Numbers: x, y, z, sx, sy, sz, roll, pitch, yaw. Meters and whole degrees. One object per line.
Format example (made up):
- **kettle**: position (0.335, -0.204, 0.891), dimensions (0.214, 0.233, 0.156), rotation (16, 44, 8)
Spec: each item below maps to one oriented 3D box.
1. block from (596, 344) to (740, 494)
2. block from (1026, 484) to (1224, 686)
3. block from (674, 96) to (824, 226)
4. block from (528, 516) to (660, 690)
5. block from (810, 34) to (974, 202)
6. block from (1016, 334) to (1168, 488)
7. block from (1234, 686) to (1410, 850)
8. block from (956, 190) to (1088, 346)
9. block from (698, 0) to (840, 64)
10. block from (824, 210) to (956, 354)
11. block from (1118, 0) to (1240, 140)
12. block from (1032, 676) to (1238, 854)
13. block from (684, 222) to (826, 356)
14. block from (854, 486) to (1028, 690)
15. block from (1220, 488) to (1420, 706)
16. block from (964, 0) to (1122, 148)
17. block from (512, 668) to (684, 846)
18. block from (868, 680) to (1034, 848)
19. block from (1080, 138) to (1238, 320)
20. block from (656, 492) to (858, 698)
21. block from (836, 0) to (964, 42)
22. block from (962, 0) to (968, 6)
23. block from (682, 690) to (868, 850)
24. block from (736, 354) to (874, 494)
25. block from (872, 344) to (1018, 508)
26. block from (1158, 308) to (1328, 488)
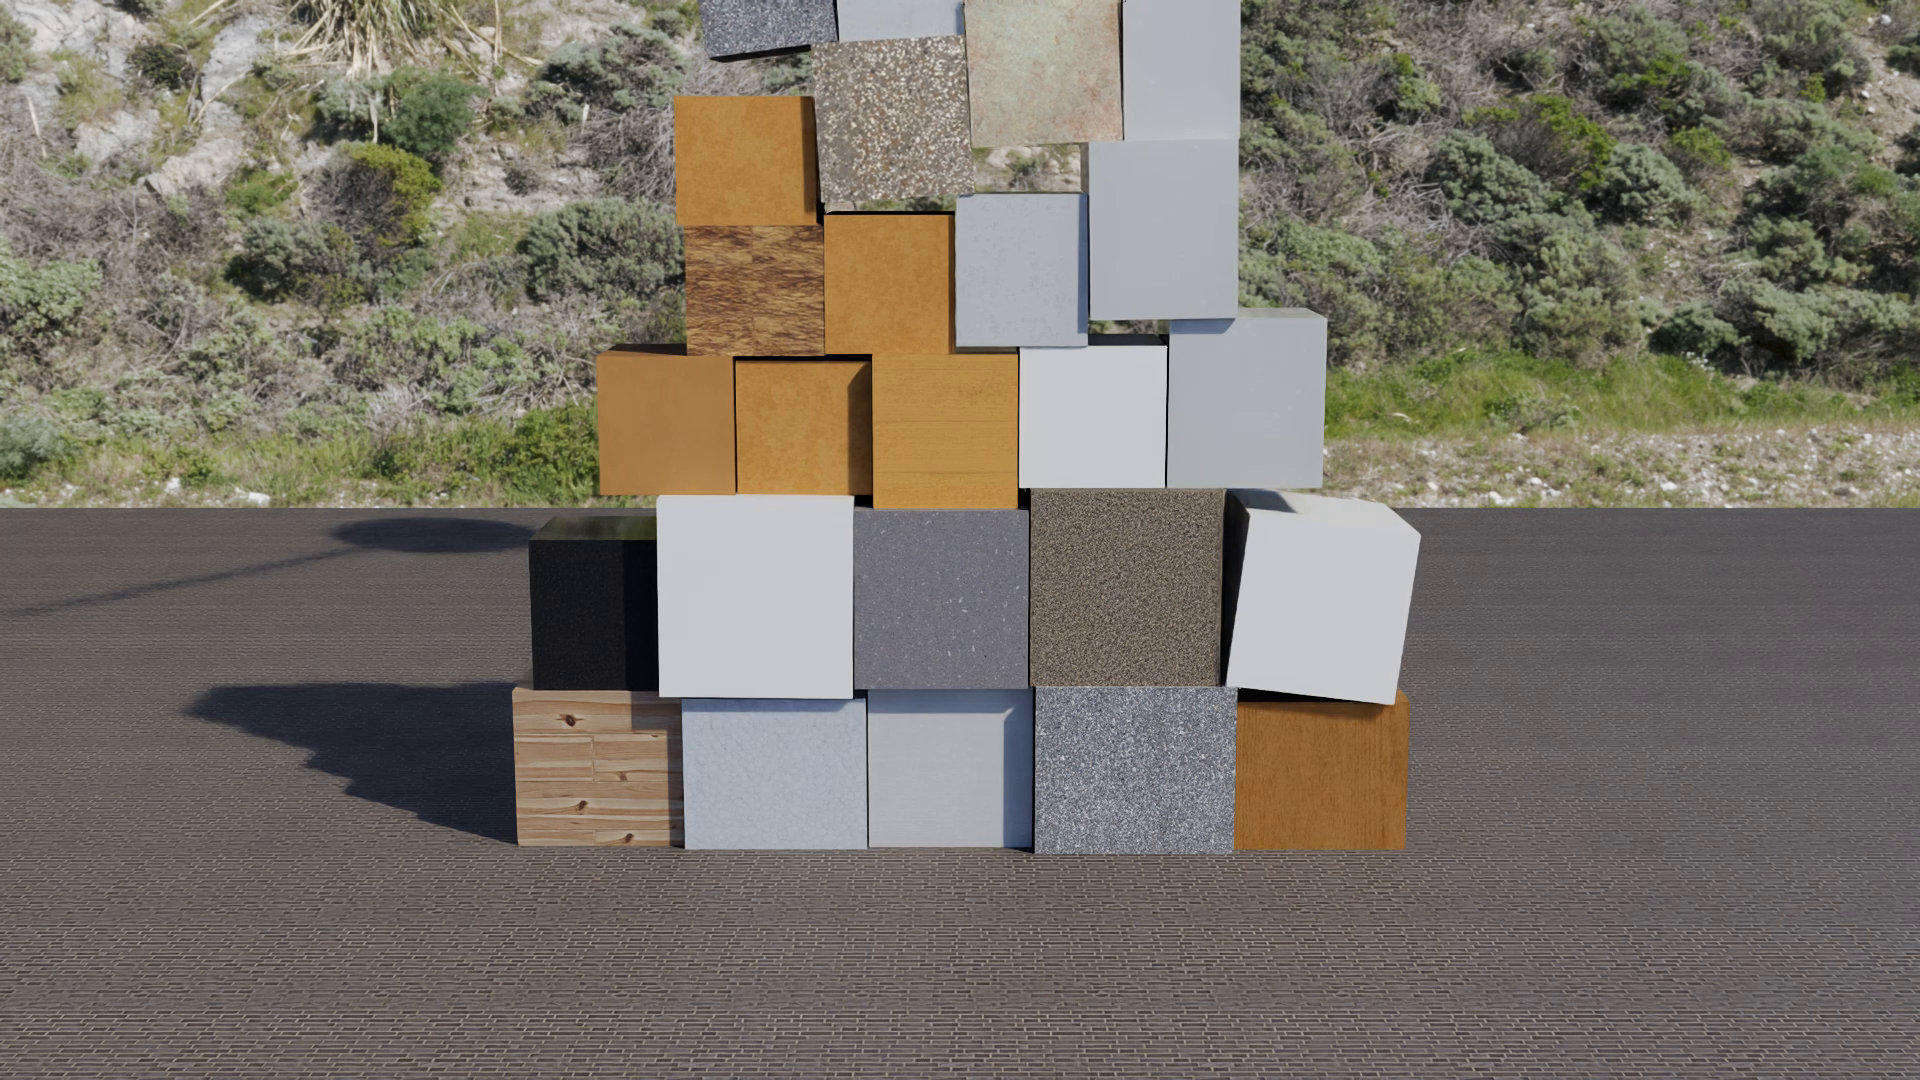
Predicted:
- **block**: position (-1.435, -0.617, 11.068), dimensions (0.661, 0.681, 0.681), rotation (0, 10, 0)
- **block**: position (0.812, 0.164, 11.191), dimensions (0.935, 0.969, 0.890), rotation (0, 10, 0)
- **block**: position (-1.027, -1.872, 10.844), dimensions (0.672, 0.611, 0.641), rotation (0, 10, 0)
- **block**: position (-1.809, 0.312, 11.244), dimensions (0.634, 0.763, 0.706), rotation (0, 10, 0)
- **block**: position (-0.317, -2.063, 10.798), dimensions (0.734, 0.741, 0.719), rotation (-3, 10, 1)
- **block**: position (0.648, -0.660, 11.068), dimensions (0.715, 0.696, 0.705), rotation (0, 10, 0)
- **block**: position (1.802, 1.102, 11.372), dimensions (0.856, 0.762, 0.841), rotation (0, 10, 0)
- **block**: position (0.300, -1.358, 10.928), dimensions (0.634, 0.727, 0.701), rotation (0, 10, 0)
- **block**: position (-0.927, -2.679, 10.684), dimensions (0.628, 0.608, 0.720), rotation (-7, 10, 1)
- **block**: position (-0.340, -1.289, 10.935), dimensions (0.629, 0.667, 0.632), rotation (0, 10, 0)
- **block**: position (1.055, -2.308, 10.768), dimensions (0.555, 0.684, 0.636), rotation (-1, 10, 0)
- **block**: position (0.868, 1.059, 11.359), dimensions (0.991, 0.852, 0.973), rotation (0, 10, 0)
- **block**: position (-0.991, -1.265, 10.965), dimensions (0.671, 0.628, 0.673), rotation (0, 10, 0)
- **block**: position (-0.093, 0.214, 11.216), dimensions (0.854, 0.889, 0.938), rotation (0, 10, 0)
- **block**: position (1.772, 0.261, 11.207), dimensions (0.837, 0.859, 0.940), rotation (7, 10, -1)
- **block**: position (0.397, -2.283, 10.751), dimensions (0.718, 0.681, 0.719), rotation (-3, 10, 1)
- **block**: position (-1.810, 1.080, 11.389), dimensions (0.841, 0.800, 0.750), rotation (0, 10, 0)
- **block**: position (-0.047, 1.063, 11.373), dimensions (0.820, 0.839, 0.776), rotation (0, 10, 0)
- **block**: position (0.975, -1.552, 10.903), dimensions (0.709, 0.849, 0.809), rotation (-1, 10, 0)
- **block**: position (-1.001, 0.207, 11.221), dimensions (0.952, 0.986, 0.960), rotation (1, 10, 0)
- **block**: position (-0.295, -2.785, 10.678), dimensions (0.592, 0.718, 0.678), rotation (-3, 10, 1)
- **block**: position (0.266, -2.886, 10.641), dimensions (0.530, 0.556, 0.483), rotation (-3, 11, 1)
- **block**: position (-0.923, 1.095, 11.368), dimensions (0.911, 0.778, 0.828), rotation (0, 10, 0)
- **block**: position (-0.761, -0.603, 11.079), dimensions (0.671, 0.660, 0.614), rotation (0, 10, 0)
- **block**: position (-0.072, -0.591, 11.062), dimensions (0.704, 0.752, 0.761), rotation (0, 10, 0)
- **block**: position (1.395, -0.724, 11.038), dimensions (0.761, 0.831, 0.686), rotation (0, 10, 0)
